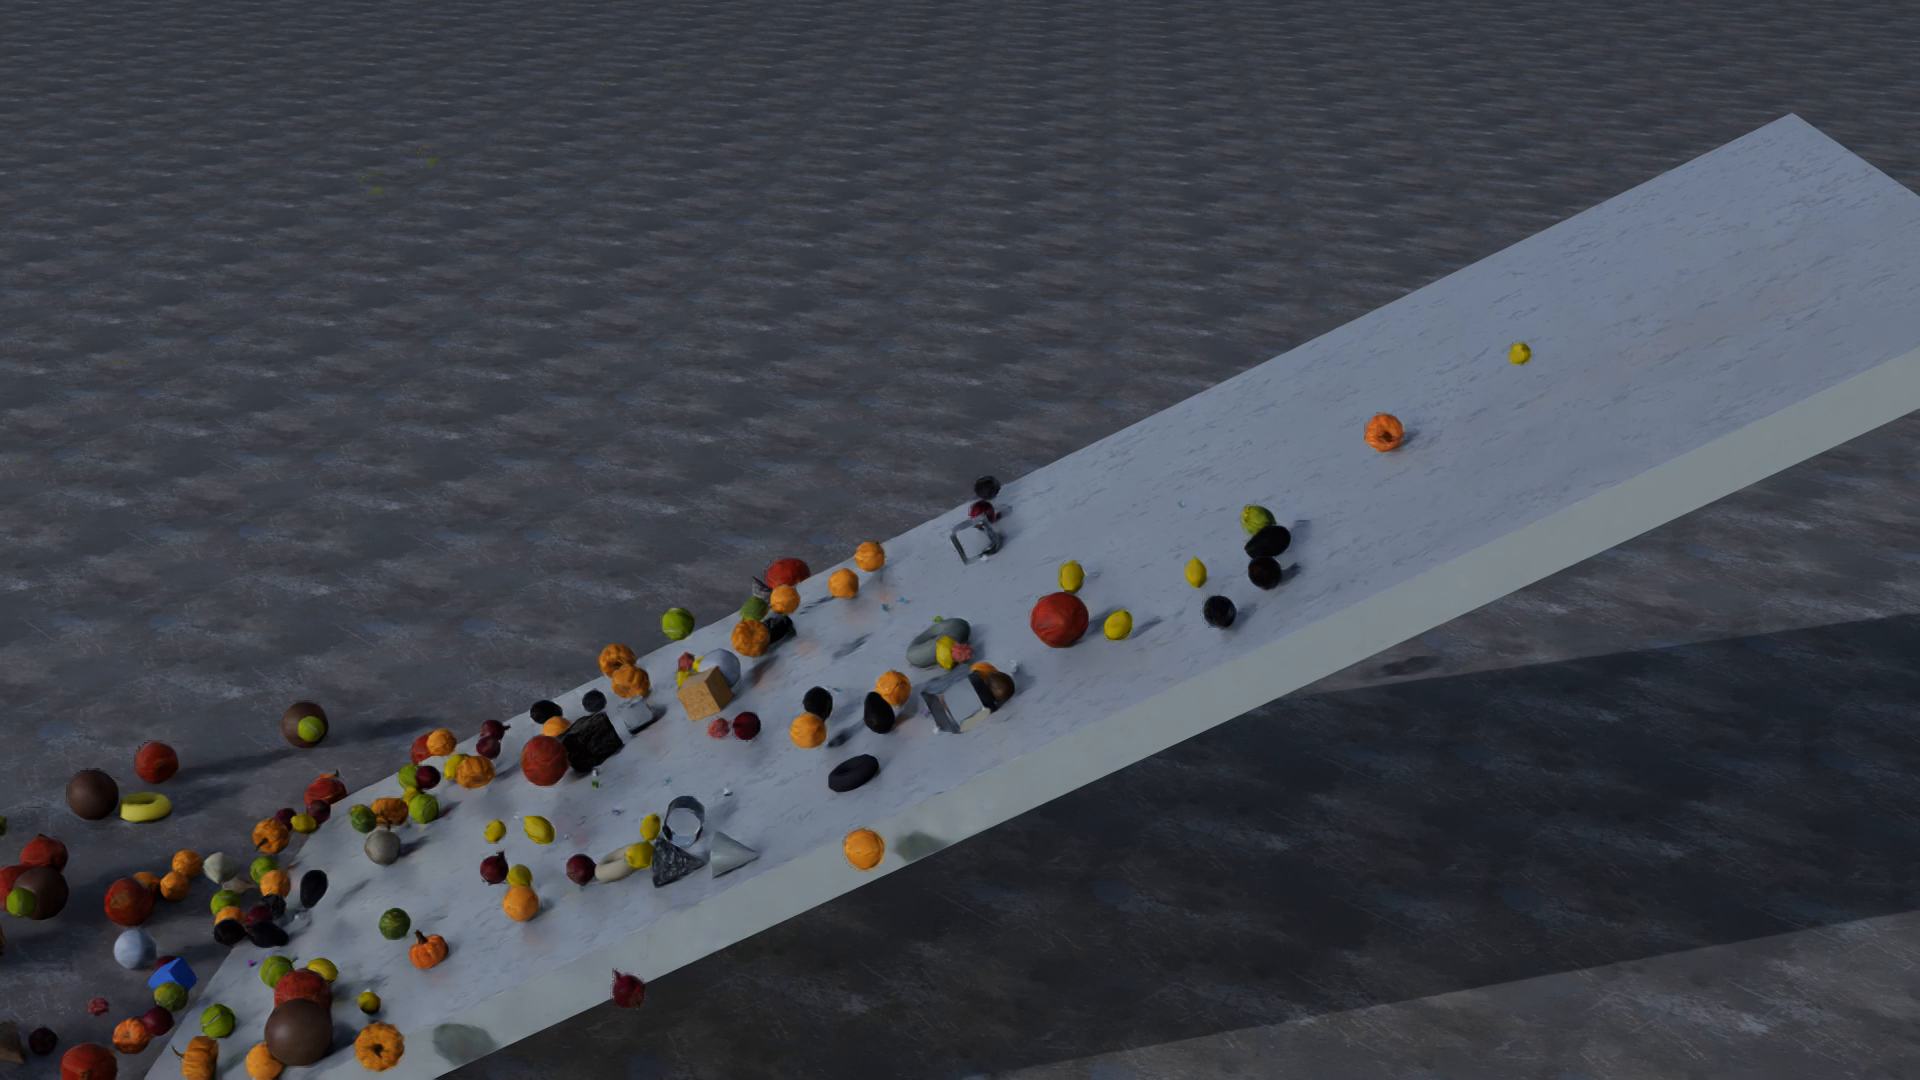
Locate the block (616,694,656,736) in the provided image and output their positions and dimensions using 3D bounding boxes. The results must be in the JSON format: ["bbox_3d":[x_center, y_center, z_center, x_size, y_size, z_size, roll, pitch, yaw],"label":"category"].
[{"bbox_3d":[-0.746,0.401,6.778,0.064,0.064,0.064,-30,14,-9],"label":"block"}]

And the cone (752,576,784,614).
[{"bbox_3d":[-0.494,0.124,7.261,0.087,0.087,0.087,-26,14,7],"label":"cone"}]

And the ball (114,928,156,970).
[{"bbox_3d":[-1.910,0.949,6.810,0.096,0.096,0.096,0,17,0],"label":"ball"}]

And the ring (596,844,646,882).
[{"bbox_3d":[-0.670,0.638,5.814,0.112,0.037,0.112,-26,12,6],"label":"ring"}]

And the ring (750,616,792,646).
[{"bbox_3d":[-0.447,0.215,6.948,0.109,0.036,0.109,-25,15,7],"label":"ring"}]

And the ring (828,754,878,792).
[{"bbox_3d":[-0.205,0.447,5.630,0.104,0.035,0.104,-25,15,7],"label":"ring"}]

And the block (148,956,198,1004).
[{"bbox_3d":[-1.766,0.989,6.597,0.066,0.066,0.066,-26,14,20],"label":"block"}]

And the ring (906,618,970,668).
[{"bbox_3d":[-0.045,0.214,6.145,0.147,0.049,0.147,-30,12,7],"label":"ring"}]

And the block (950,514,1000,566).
[{"bbox_3d":[0.034,-0.002,6.725,0.078,0.078,0.078,-24,14,15],"label":"block"}]

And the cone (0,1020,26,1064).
[{"bbox_3d":[-2.053,1.107,6.372,0.092,0.092,0.092,38,33,21],"label":"cone"}]

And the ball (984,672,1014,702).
[{"bbox_3d":[0.076,0.282,5.642,0.058,0.058,0.058,0,17,0],"label":"ball"}]

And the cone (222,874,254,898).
[{"bbox_3d":[-1.749,0.843,7.177,0.072,0.072,0.072,2,16,17],"label":"cone"}]

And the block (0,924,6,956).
[{"bbox_3d":[-2.294,0.937,6.876,0.080,0.080,0.080,12,21,35],"label":"block"}]

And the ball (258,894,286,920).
[{"bbox_3d":[-1.581,0.843,6.760,0.062,0.062,0.062,0,17,0],"label":"ball"}]

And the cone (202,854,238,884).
[{"bbox_3d":[-1.778,0.806,7.064,0.082,0.082,0.082,-3,17,-11],"label":"cone"}]

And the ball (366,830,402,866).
[{"bbox_3d":[-1.320,0.703,6.731,0.082,0.082,0.082,0,17,0],"label":"ball"}]

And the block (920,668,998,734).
[{"bbox_3d":[-0.002,0.308,5.632,0.089,0.089,0.089,-34,15,-24],"label":"block"}]

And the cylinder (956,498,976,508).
[{"bbox_3d":[0.022,-0.069,7.487,0.057,0.057,0.057,14,31,38],"label":"cylinder"}]

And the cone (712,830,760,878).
[{"bbox_3d":[-0.412,0.589,5.494,0.089,0.089,0.089,2,17,6],"label":"cone"}]

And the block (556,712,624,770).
[{"bbox_3d":[-0.843,0.458,6.700,0.089,0.089,0.089,-15,19,43],"label":"block"}]

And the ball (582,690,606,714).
[{"bbox_3d":[-0.882,0.390,7.096,0.056,0.056,0.056,0,17,0],"label":"ball"}]

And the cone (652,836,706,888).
[{"bbox_3d":[-0.529,0.616,5.608,0.097,0.097,0.097,2,17,7],"label":"cone"}]

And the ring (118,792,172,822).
[{"bbox_3d":[-2.141,0.702,7.724,0.137,0.046,0.137,0,16,0],"label":"ring"}]

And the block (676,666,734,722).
[{"bbox_3d":[-0.574,0.346,6.611,0.080,0.080,0.080,-21,15,26],"label":"block"}]

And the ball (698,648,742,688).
[{"bbox_3d":[-0.545,0.295,6.680,0.096,0.096,0.096,0,17,0],"label":"ball"}]

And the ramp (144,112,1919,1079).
[{"bbox_3d":[0.139,0.168,6.281,4.000,0.100,2.000,-25,14,10],"label":"ramp"}]
